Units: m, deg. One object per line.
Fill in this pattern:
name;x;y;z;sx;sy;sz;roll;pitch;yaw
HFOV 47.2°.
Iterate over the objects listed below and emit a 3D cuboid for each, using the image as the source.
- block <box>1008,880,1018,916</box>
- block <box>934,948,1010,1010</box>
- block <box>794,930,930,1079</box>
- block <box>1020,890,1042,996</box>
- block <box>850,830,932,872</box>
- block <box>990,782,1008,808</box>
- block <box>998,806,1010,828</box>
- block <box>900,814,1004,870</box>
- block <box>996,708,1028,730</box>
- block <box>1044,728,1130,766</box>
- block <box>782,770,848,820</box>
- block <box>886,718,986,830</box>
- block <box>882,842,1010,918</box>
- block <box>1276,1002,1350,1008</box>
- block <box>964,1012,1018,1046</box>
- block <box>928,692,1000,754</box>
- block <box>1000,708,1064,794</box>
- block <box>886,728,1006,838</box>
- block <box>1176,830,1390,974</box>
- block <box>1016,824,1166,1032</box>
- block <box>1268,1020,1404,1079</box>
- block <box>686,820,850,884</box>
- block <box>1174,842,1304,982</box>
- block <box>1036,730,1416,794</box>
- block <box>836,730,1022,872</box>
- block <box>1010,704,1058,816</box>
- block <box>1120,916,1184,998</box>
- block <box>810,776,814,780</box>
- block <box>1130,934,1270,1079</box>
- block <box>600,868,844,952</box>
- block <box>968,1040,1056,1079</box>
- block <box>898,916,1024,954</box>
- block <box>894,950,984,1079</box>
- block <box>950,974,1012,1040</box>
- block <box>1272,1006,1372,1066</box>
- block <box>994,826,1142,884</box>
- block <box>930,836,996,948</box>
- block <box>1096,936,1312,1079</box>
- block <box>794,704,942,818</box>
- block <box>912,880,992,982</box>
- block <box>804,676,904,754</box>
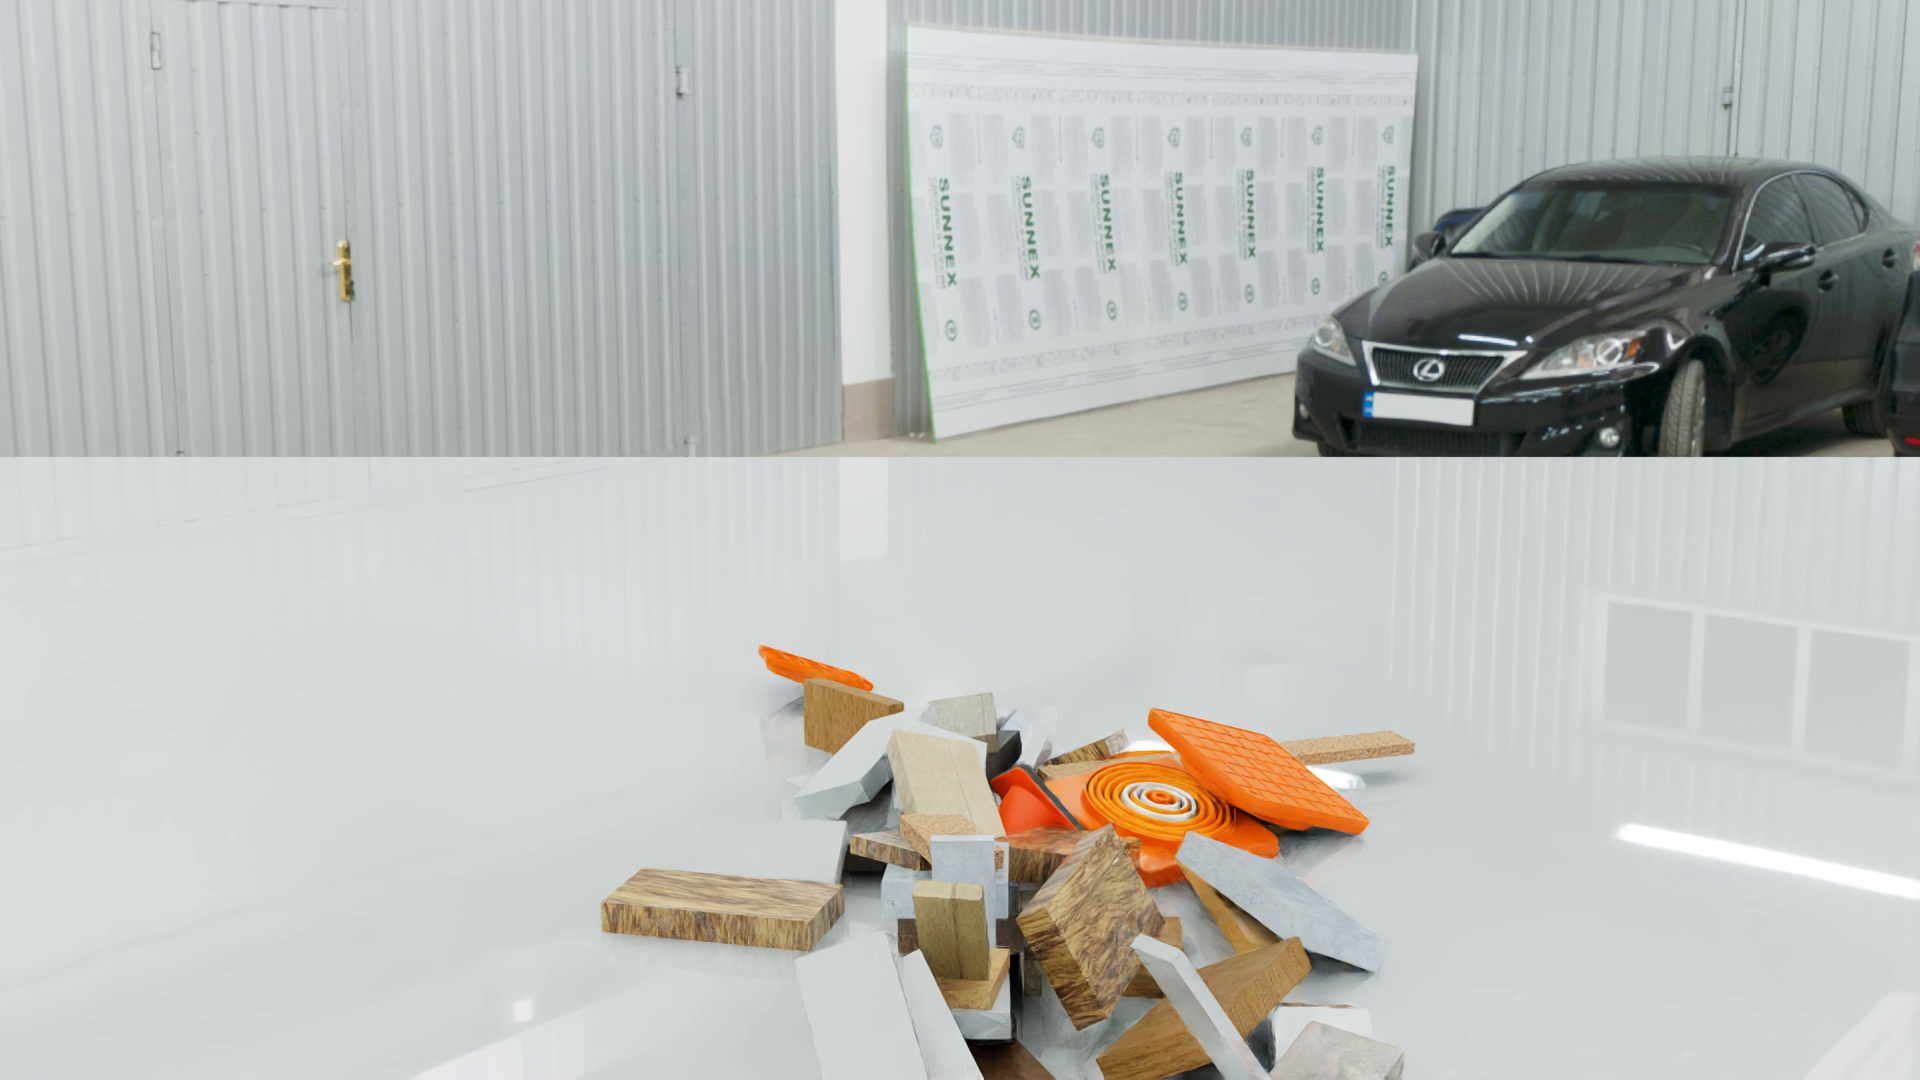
block;-0.001;0.556;3.469;0.176;0.050;0.353;0;-4;0
block;0.011;0.583;2.935;0.087;0.025;0.175;1;8;10
block;-0.106;0.650;2.700;0.123;0.035;0.392;-18;39;-4
block;0.106;0.607;3.316;0.027;0.095;0.191;0;11;-1
block;-0.071;0.456;3.239;0.095;0.027;0.191;-1;2;-34
block;0.035;0.475;4.107;0.092;0.026;0.184;2;1;8
block;0.029;0.518;3.983;0.092;0.026;0.184;2;11;11
block;-0.014;0.433;3.150;0.095;0.027;0.191;2;8;-18
block;0.024;0.375;4.447;0.138;0.039;0.276;-1;2;22
block;0.247;0.414;4.259;0.126;0.036;0.252;-23;-5;11
block;-0.194;0.485;4.127;0.138;0.039;0.276;-9;14;-42
block;-0.038;0.426;3.837;0.152;0.043;0.304;18;24;-5
block;-0.017;0.495;3.221;0.176;0.050;0.353;0;1;1
block;0.490;0.694;3.029;0.105;0.030;0.210;1;11;6
block;0.006;0.661;3.023;0.121;0.034;0.241;-2;-4;-5
block;0.006;0.352;4.166;0.126;0.036;0.252;-9;14;1
block;0.125;0.415;4.309;0.126;0.036;0.252;42;16;2
block;-0.023;0.434;3.726;0.152;0.043;0.304;12;26;-18
block;0.500;0.562;3.440;0.176;0.050;0.353;22;4;-26
block;0.195;0.554;3.189;0.050;0.176;0.353;-28;2;22
block;0.446;0.699;2.747;0.128;0.036;0.257;13;27;29
block;-0.323;0.531;3.690;0.256;0.036;0.128;-1;41;10
block;0.442;0.586;3.500;0.105;0.030;0.461;23;7;-10
block;0.518;0.420;4.197;0.796;0.023;0.081;-3;15;-25
block;-0.067;0.460;3.952;0.174;0.049;0.541;-3;15;24
block;0.139;0.412;4.131;0.030;0.105;0.210;14;32;10
block;0.277;0.632;3.346;0.123;0.035;0.246;1;11;3
block;-0.193;0.446;4.141;0.161;0.023;0.081;-12;11;-43
block;0.301;0.570;2.397;0.061;0.423;0.017;14;56;48
block;-0.379;0.591;3.529;0.347;0.049;0.174;3;11;14
block;0.135;0.765;2.614;0.148;0.042;0.771;-4;11;-20
block;-0.001;0.582;3.232;0.176;0.050;0.353;0;-11;-1
block;-0.062;0.656;2.743;0.148;0.042;0.296;-24;40;-7
block;0.006;0.610;2.954;0.121;0.034;0.241;-1;8;0
block;0.478;0.693;2.880;0.128;0.036;0.257;1;18;6
block;0.165;0.511;3.555;0.174;0.049;0.347;5;-1;19
block;0.005;0.495;3.027;0.087;0.175;0.025;-1;9;1
block;0.340;0.647;3.016;0.176;0.050;0.353;-26;-3;29
block;-0.167;0.403;4.025;0.152;0.043;0.304;-19;14;31
block;-0.009;0.505;2.835;0.087;0.175;0.025;3;44;8
block;-0.216;0.373;4.460;0.039;0.138;0.276;-9;14;-41
